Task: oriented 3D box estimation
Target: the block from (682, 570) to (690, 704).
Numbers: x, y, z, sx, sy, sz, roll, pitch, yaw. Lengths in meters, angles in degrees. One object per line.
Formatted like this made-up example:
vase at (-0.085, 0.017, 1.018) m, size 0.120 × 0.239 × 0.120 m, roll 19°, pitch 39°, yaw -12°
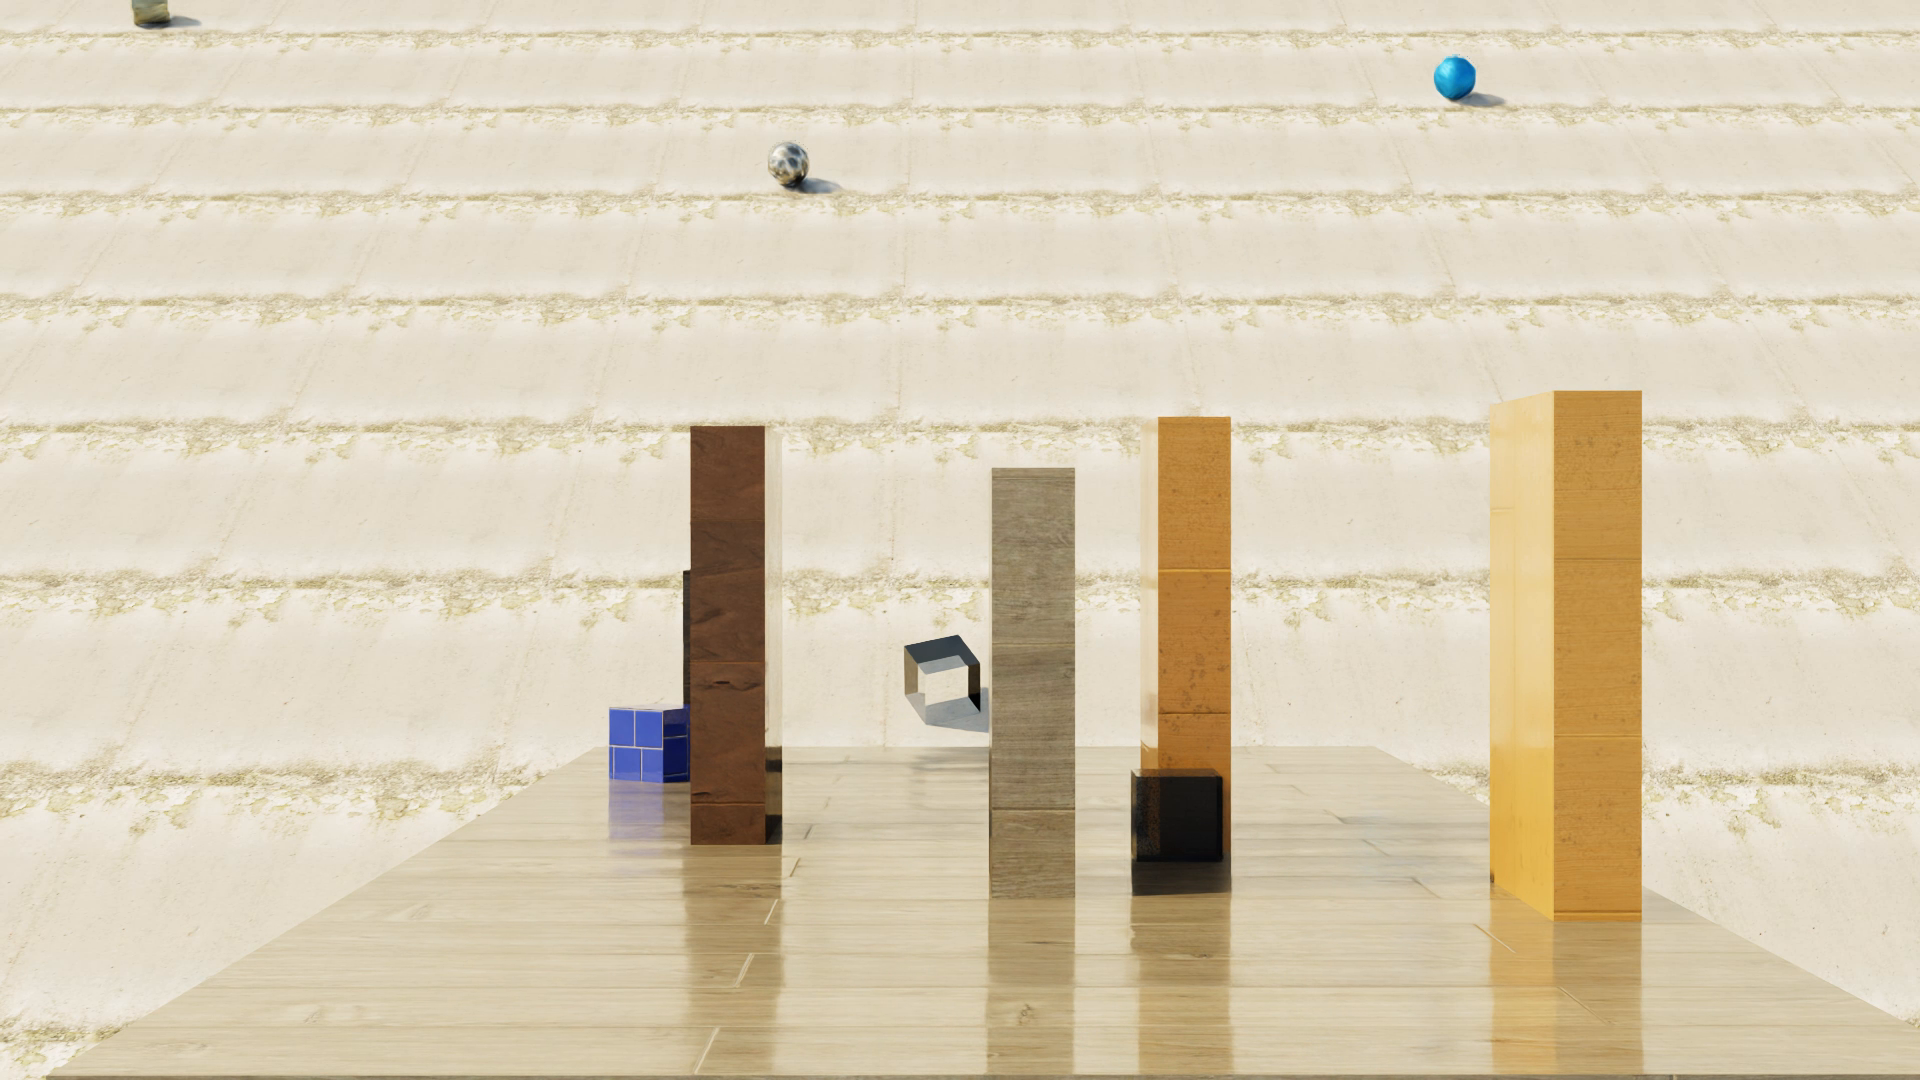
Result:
block at (-0.575, 0.300, 6.010) m, size 0.106 × 0.465 × 0.295 m, roll 0°, pitch 0°, yaw 0°

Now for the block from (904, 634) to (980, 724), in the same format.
block at (-0.048, 0.374, 6.934) m, size 0.158 × 0.158 × 0.158 m, roll -11°, pitch 31°, yaw -19°

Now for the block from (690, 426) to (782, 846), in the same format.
block at (-0.410, 0.168, 4.788) m, size 0.132 × 0.740 × 0.449 m, roll 0°, pitch 0°, yaw 0°

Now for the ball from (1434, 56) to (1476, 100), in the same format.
ball at (2.127, -1.985, 11.111) m, size 0.181 × 0.181 × 0.181 m, roll 0°, pitch 29°, yaw 0°

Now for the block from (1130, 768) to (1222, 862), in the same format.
block at (0.367, 0.467, 4.398) m, size 0.143 × 0.143 × 0.143 m, roll 0°, pitch 0°, yaw 0°

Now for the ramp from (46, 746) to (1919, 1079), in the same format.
ramp at (0.066, 0.588, 4.639) m, size 2.000 × 0.100 × 4.000 m, roll 0°, pitch 0°, yaw 0°

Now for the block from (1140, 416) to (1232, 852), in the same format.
block at (0.405, 0.162, 4.683) m, size 0.126 × 0.752 × 0.430 m, roll 0°, pitch 0°, yaw 0°

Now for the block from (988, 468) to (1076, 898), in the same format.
block at (0.111, 0.215, 4.103) m, size 0.126 × 0.650 × 0.406 m, roll 0°, pitch 0°, yaw 0°

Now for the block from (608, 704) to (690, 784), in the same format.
block at (-0.672, 0.453, 5.796) m, size 0.161 × 0.161 × 0.161 m, roll 0°, pitch 0°, yaw 35°

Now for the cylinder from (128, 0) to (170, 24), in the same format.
cylinder at (-3.774, -2.488, 12.027) m, size 0.159 × 0.159 × 0.159 m, roll -10°, pitch 31°, yaw -19°

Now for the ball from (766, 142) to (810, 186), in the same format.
ball at (-0.679, -1.489, 10.239) m, size 0.170 × 0.170 × 0.170 m, roll 0°, pitch 29°, yaw 0°

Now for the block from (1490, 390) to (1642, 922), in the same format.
block at (0.905, 0.164, 3.890) m, size 0.125 × 0.754 × 0.440 m, roll 0°, pitch 0°, yaw 0°
